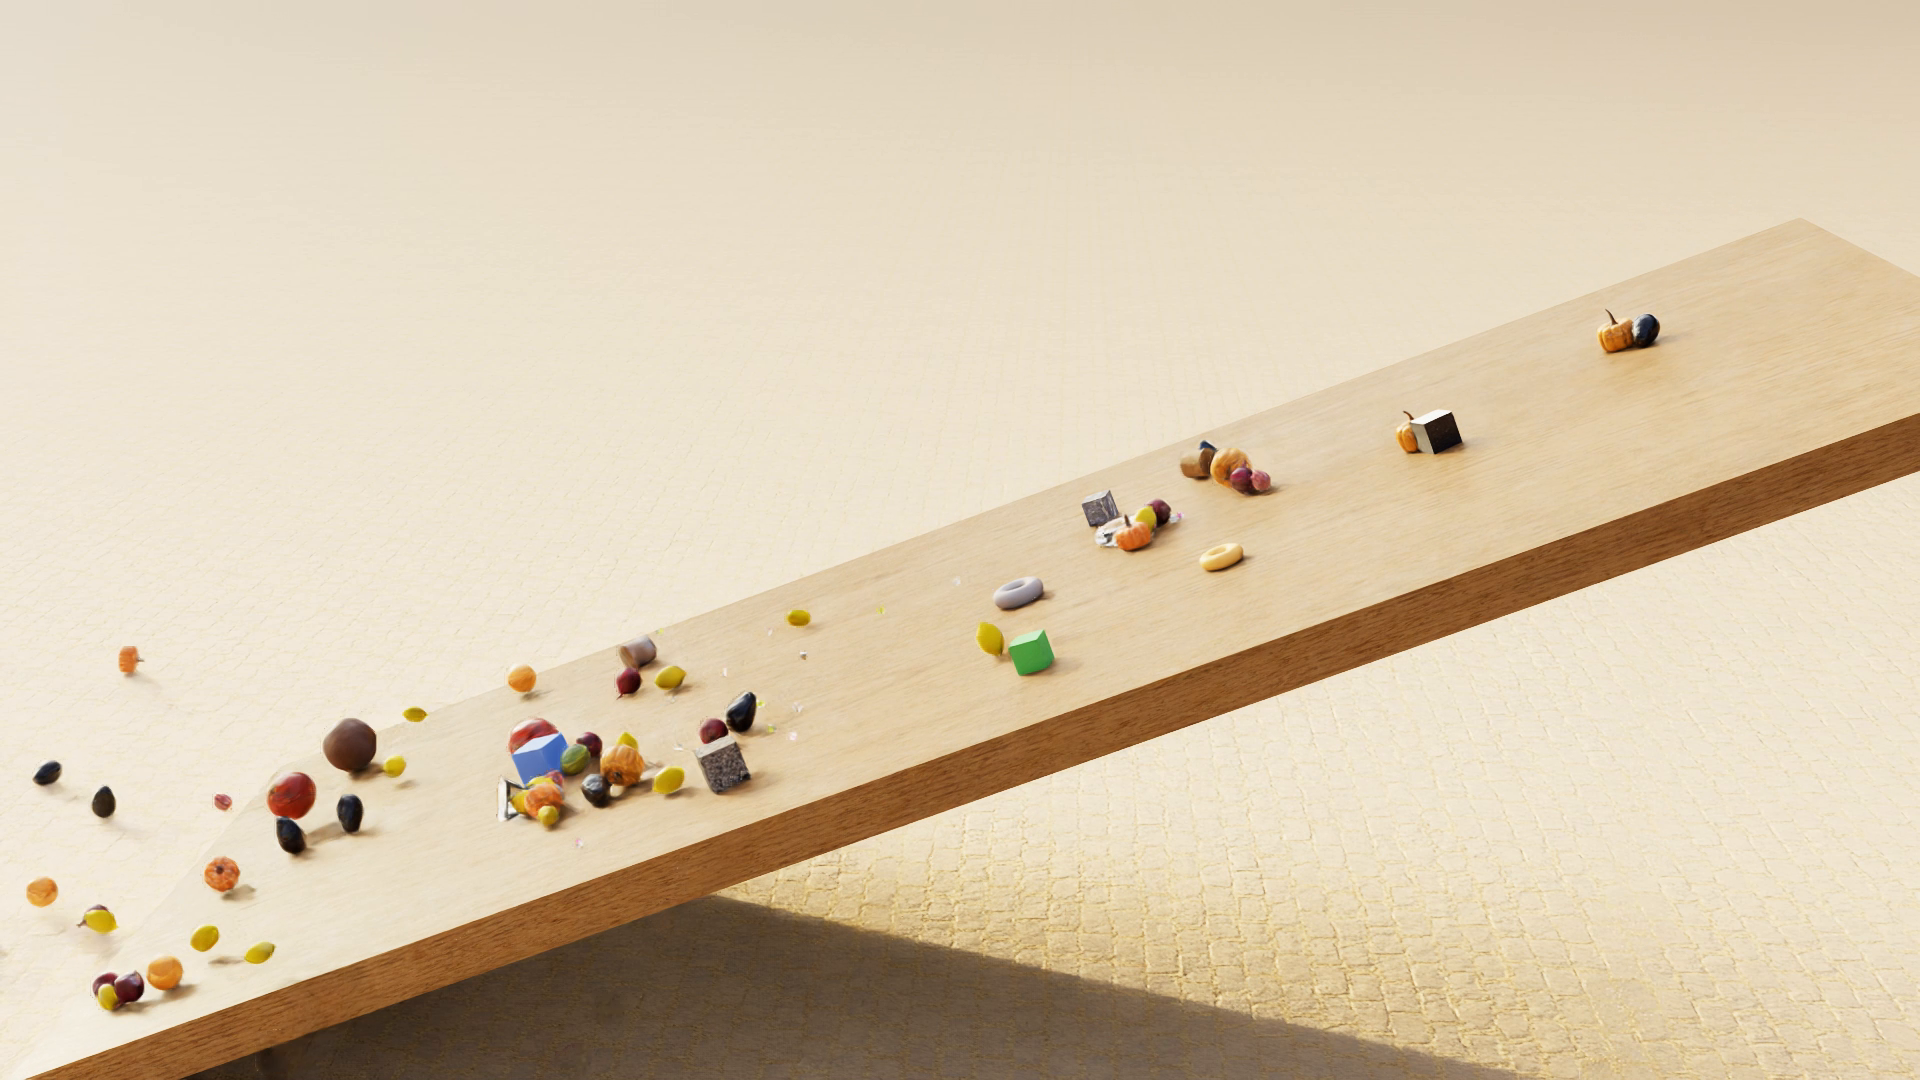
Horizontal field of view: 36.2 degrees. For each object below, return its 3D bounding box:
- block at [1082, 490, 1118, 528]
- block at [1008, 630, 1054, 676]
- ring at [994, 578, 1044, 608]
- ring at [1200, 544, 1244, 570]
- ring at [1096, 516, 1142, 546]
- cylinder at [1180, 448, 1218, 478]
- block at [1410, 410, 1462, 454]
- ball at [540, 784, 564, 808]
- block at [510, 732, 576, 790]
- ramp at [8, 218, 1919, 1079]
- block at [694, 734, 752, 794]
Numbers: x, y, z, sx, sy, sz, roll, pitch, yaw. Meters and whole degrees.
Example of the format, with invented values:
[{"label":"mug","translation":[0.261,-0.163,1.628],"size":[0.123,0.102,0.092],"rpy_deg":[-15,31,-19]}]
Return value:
[{"label":"block","translation":[0.318,-0.072,6.678],"size":[0.058,0.058,0.058],"rpy_deg":[-17,12,20]},{"label":"block","translation":[0.138,0.217,5.671],"size":[0.061,0.061,0.061],"rpy_deg":[-17,12,21]},{"label":"ring","translation":[0.124,0.112,6.235],"size":[0.112,0.037,0.112],"rpy_deg":[-20,13,5]},{"label":"ring","translation":[0.525,0.034,5.898],"size":[0.092,0.031,0.092],"rpy_deg":[-20,13,5]},{"label":"ring","translation":[0.348,-0.020,6.439],"size":[0.111,0.037,0.111],"rpy_deg":[-22,12,5]},{"label":"cylinder","translation":[0.549,-0.176,6.735],"size":[0.062,0.062,0.062],"rpy_deg":[-11,3,-40]},{"label":"block","translation":[0.996,-0.226,6.154],"size":[0.069,0.069,0.069],"rpy_deg":[-24,12,-13]},{"label":"ball","translation":[-0.836,0.524,6.018],"size":[0.050,0.050,0.050],"rpy_deg":[0,13,0]},{"label":"block","translation":[-0.886,0.471,6.262],"size":[0.084,0.084,0.084],"rpy_deg":[-14,14,32]},{"label":"ramp","translation":[0.118,0.176,6.295],"size":[4.000,0.100,2.000],"rpy_deg":[-20,12,7]},{"label":"block","translation":[-0.460,0.434,5.691],"size":[0.079,0.079,0.079],"rpy_deg":[-23,12,-10]}]
